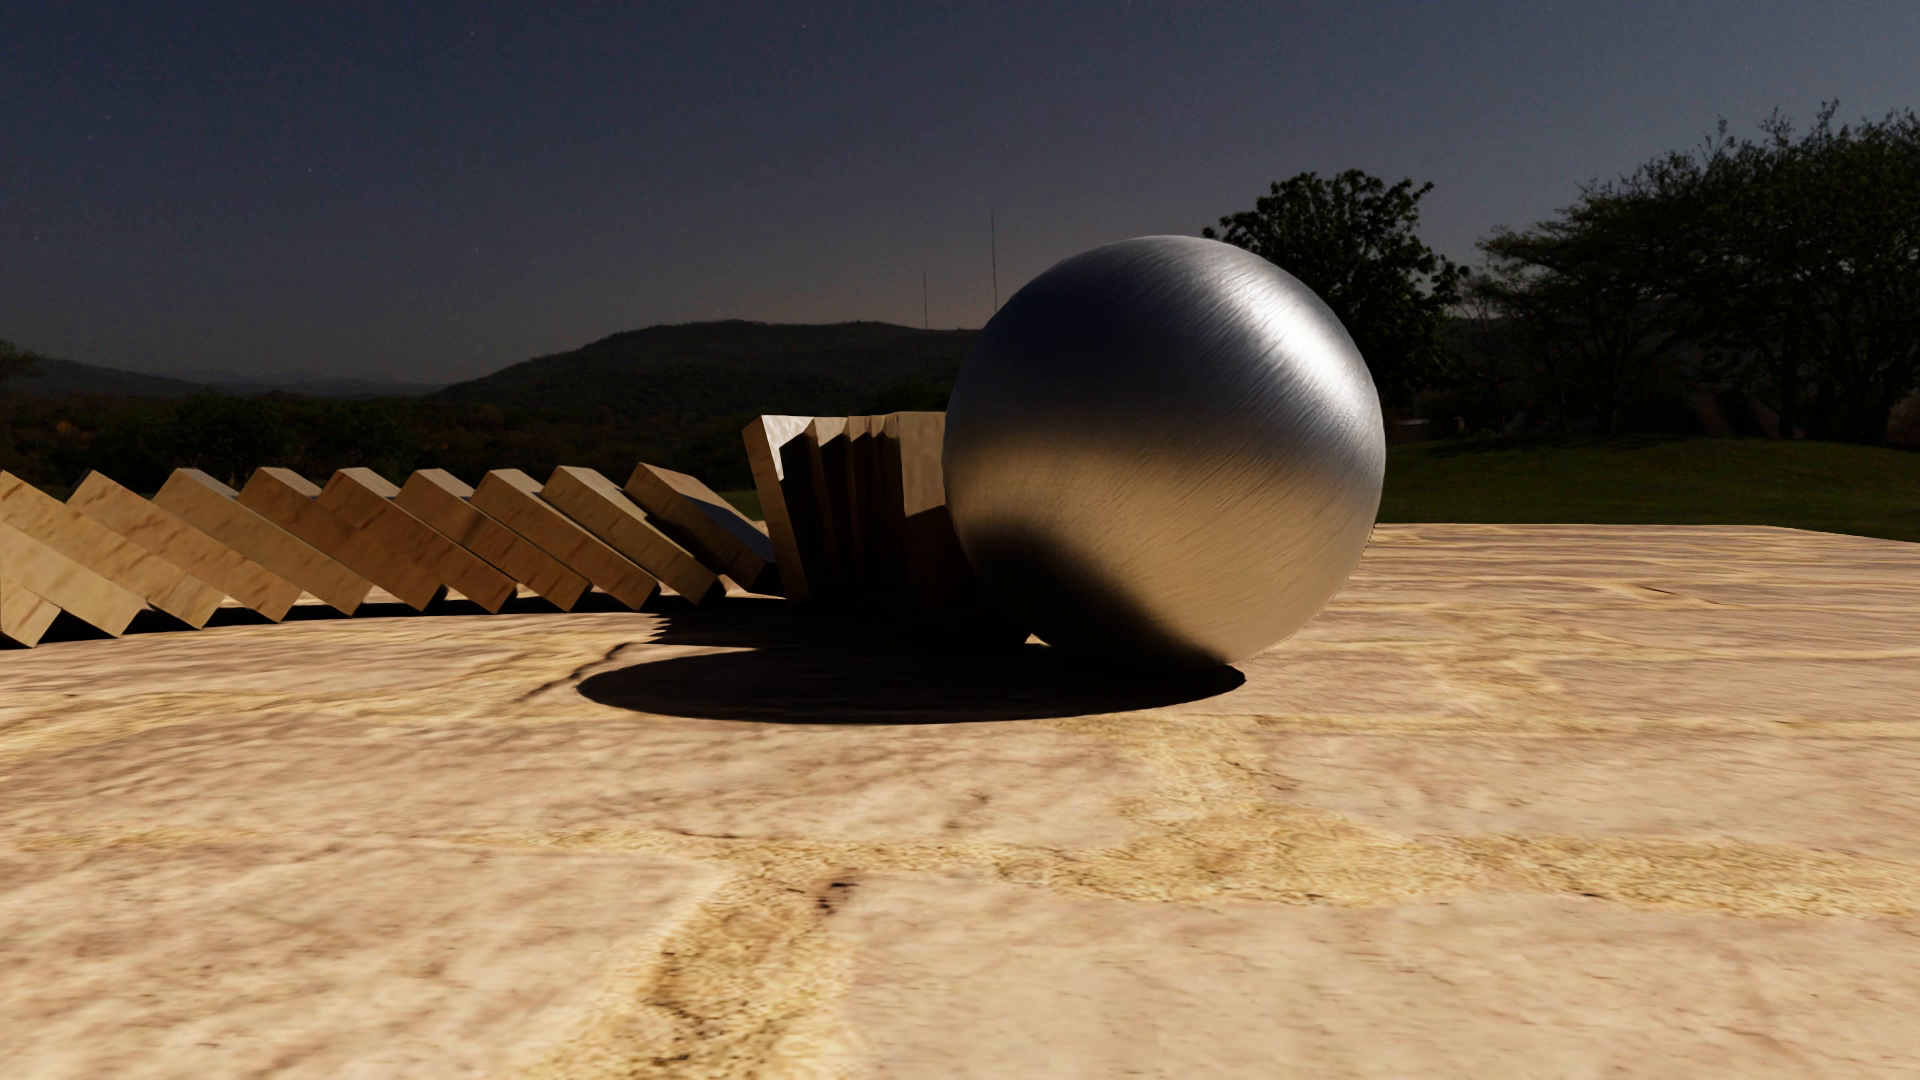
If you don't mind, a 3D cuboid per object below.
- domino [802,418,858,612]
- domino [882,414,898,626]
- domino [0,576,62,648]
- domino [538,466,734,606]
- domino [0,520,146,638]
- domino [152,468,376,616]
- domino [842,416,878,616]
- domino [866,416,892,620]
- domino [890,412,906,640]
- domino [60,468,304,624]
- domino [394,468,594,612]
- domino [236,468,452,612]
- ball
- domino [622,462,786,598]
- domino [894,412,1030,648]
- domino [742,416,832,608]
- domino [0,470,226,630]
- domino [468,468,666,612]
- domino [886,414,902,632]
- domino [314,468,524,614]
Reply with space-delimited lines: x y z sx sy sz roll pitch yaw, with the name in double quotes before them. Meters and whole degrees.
"domino" -0.024 -0.007 0.335 0.025 0.050 0.010 -2 -20 -28
"domino" -0.004 -0.005 0.305 0.025 0.050 0.010 -1 -20 -10
"domino" -0.213 0.004 0.258 0.025 0.010 0.050 3 -32 31
"domino" -0.084 -0.001 0.339 0.050 0.009 0.025 34 3 3
"domino" -0.205 0.003 0.274 0.025 0.009 0.050 3 -31 38
"domino" -0.169 0.000 0.316 0.050 0.009 0.025 35 -9 -19
"domino" -0.015 -0.007 0.325 0.025 0.050 0.009 -1 -20 -16
"domino" -0.009 -0.006 0.315 0.025 0.050 0.010 -1 -20 -11
"domino" -0.001 -0.004 0.285 0.025 0.050 0.010 -1 -20 -10
"domino" -0.183 0.001 0.302 0.050 0.010 0.025 40 -20 -32
"domino" -0.118 0.000 0.331 0.050 0.010 0.025 34 -1 -9
"domino" -0.153 0.000 0.324 0.050 0.010 0.025 34 -5 -11
"ball" 0.036 -0.015 0.237 0.080 0.080 0.080 0 4 0
"domino" -0.066 -0.002 0.349 0.050 0.010 0.025 35 8 23
"domino" 0.000 -0.003 0.275 0.025 0.050 0.010 -1 -20 -10
"domino" -0.039 -0.008 0.340 0.025 0.050 0.010 -4 -18 -46
"domino" -0.195 0.002 0.289 0.025 0.009 0.050 5 -30 46
"domino" -0.100 0.000 0.335 0.050 0.010 0.025 34 2 -5
"domino" -0.003 -0.004 0.295 0.025 0.050 0.009 -1 -20 -10
"domino" -0.135 0.000 0.327 0.050 0.010 0.025 35 -2 -11
